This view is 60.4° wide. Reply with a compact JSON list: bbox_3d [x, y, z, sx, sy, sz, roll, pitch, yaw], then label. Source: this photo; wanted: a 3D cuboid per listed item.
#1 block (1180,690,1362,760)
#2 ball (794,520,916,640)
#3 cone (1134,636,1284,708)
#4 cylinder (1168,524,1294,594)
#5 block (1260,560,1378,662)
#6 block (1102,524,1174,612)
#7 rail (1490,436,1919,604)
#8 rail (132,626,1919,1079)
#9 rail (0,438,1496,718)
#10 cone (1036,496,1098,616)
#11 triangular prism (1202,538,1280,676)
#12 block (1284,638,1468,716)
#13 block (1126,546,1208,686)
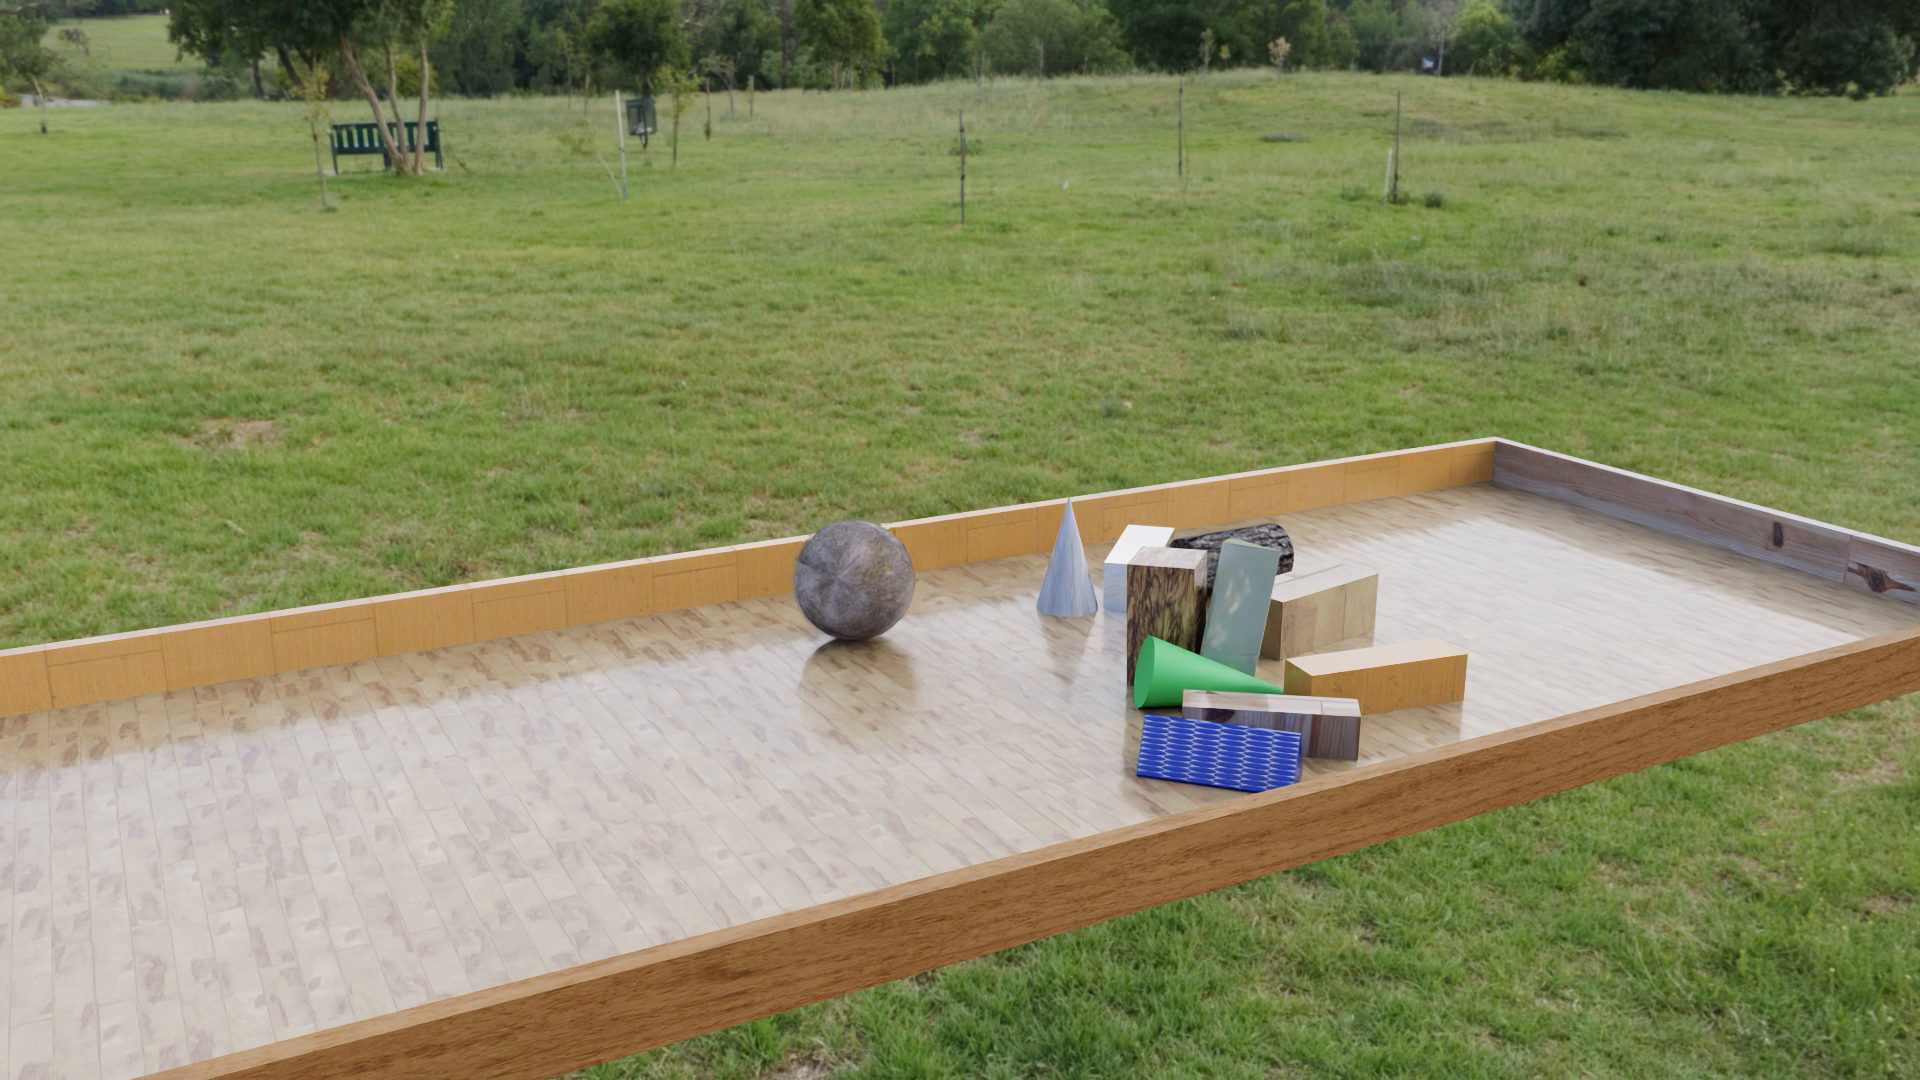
[{"bbox_3d":[0.702,0.419,3.744,0.392,0.105,0.105,3,17,9],"label":"block"},{"bbox_3d":[-0.282,0.107,4.415,0.324,0.324,0.324,0,16,0],"label":"ball"},{"bbox_3d":[0.651,0.354,3.997,0.426,0.176,0.176,10,15,-7],"label":"cone"},{"bbox_3d":[0.793,0.059,4.845,0.336,0.174,0.174,-9,19,-27],"label":"cylinder"},{"bbox_3d":[0.931,0.185,4.436,0.393,0.162,0.162,-13,21,-37],"label":"block"},{"bbox_3d":[0.527,0.081,4.830,0.141,0.141,0.402,4,17,15],"label":"block"},{"bbox_3d":[2.466,-0.048,5.253,0.050,0.150,2.100,-9,18,-27],"label":"rail"},{"bbox_3d":[-2.336,1.006,1.665,12.000,0.150,0.050,-9,18,-27],"label":"rail"},{"bbox_3d":[-3.305,0.497,3.399,12.000,0.150,0.050,-9,18,-27],"label":"rail"},{"bbox_3d":[0.306,0.033,4.660,0.178,0.329,0.178,0,16,0],"label":"cone"},{"bbox_3d":[0.670,0.177,4.115,0.151,0.352,0.131,9,7,-14],"label":"triangular prism"},{"bbox_3d":[1.005,0.338,3.991,0.434,0.120,0.120,-6,17,-19],"label":"block"},{"bbox_3d":[0.518,0.195,4.124,0.166,0.316,0.166,4,17,19],"label":"block"}]
